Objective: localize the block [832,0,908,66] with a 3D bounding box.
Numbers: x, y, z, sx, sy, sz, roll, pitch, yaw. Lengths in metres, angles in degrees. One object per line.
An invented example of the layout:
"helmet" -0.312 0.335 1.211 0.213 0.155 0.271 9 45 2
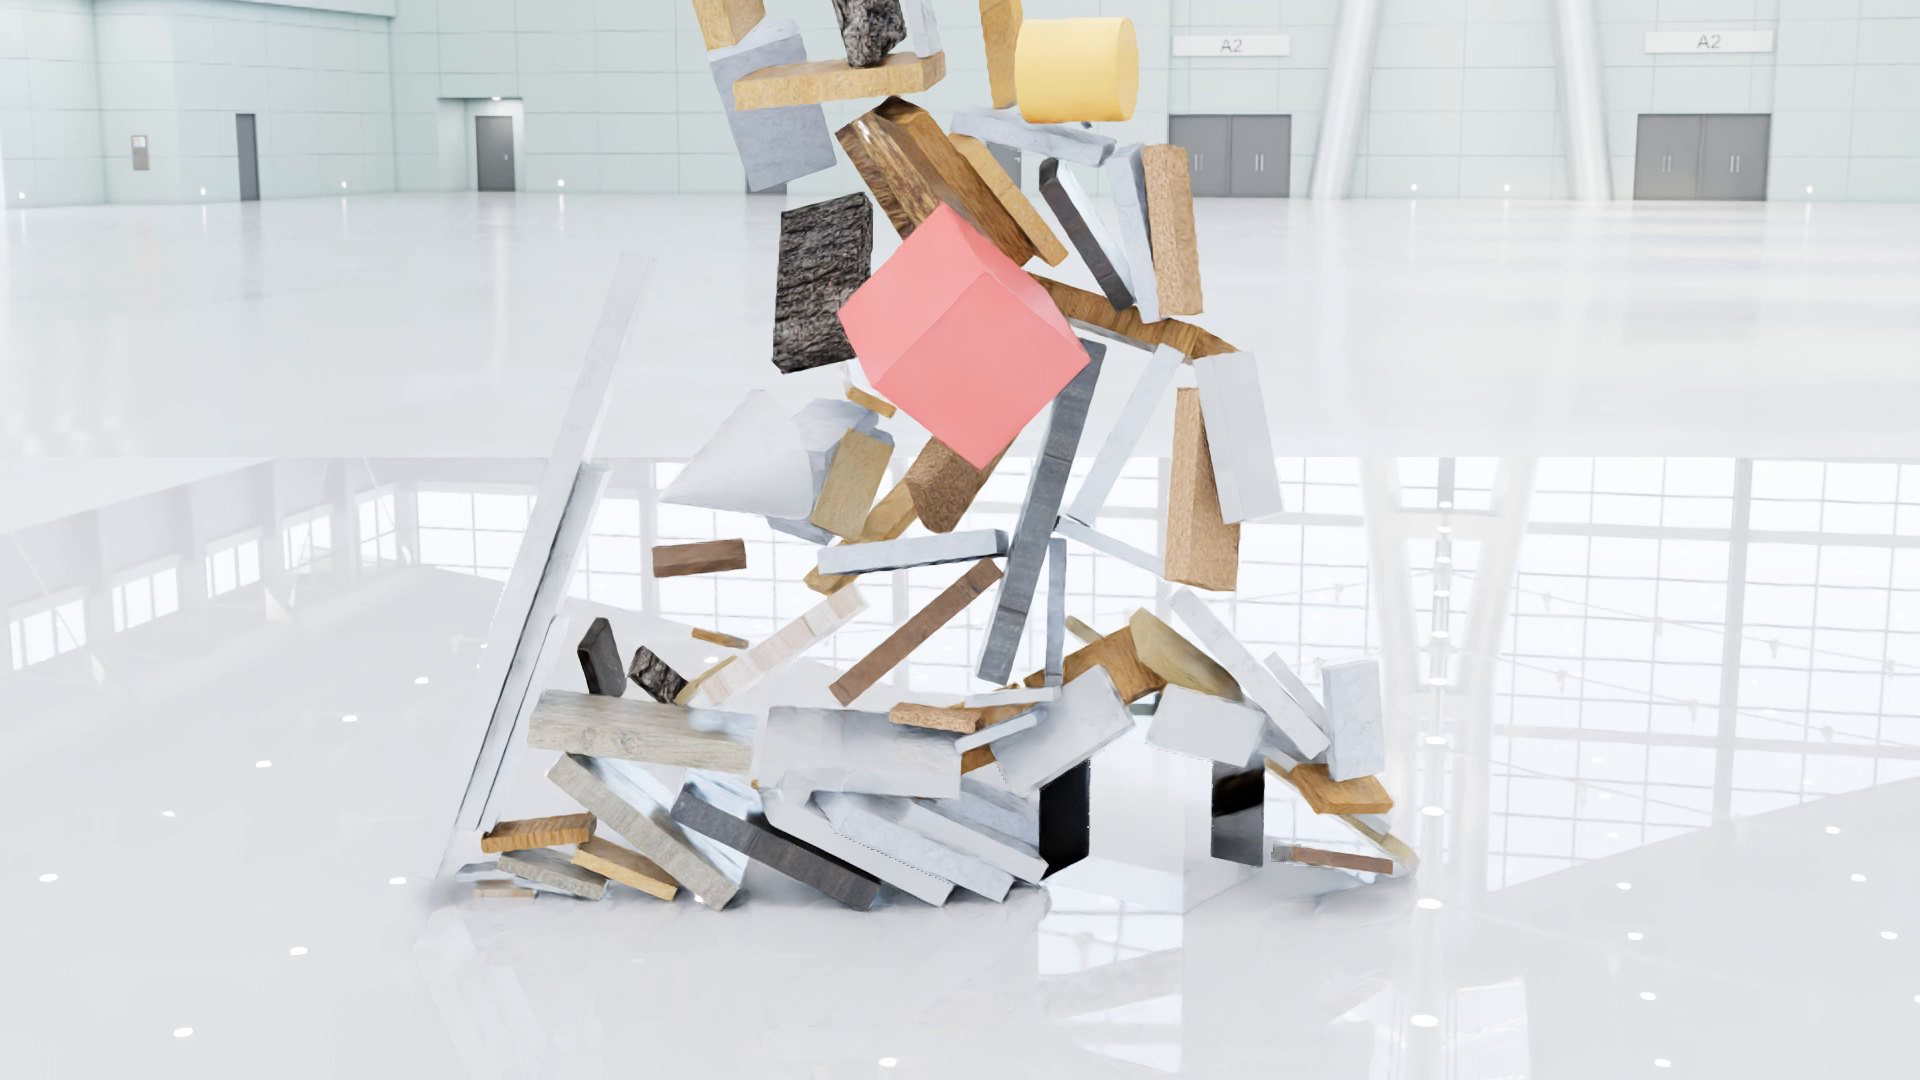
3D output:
"block" -0.171 -0.931 3.426 0.049 0.346 0.173 -8 23 19

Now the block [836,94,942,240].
"block" -0.030 -0.559 4.015 0.044 0.514 0.155 -24 12 45

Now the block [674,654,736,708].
"block" -0.425 0.236 3.689 0.060 0.017 0.121 -44 -7 37

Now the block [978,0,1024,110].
"block" 0.070 -0.812 3.509 0.023 0.235 0.080 -5 -4 -35

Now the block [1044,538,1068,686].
"block" 0.155 0.115 3.545 0.027 0.236 0.096 2 -1 3

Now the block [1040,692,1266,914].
"block" 0.328 0.435 3.738 0.279 0.279 0.279 7 13 35

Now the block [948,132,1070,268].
"block" 0.074 -0.552 3.546 0.035 0.245 0.122 -42 28 0

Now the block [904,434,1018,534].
"block" 0.036 -0.189 3.714 0.049 0.349 0.175 26 -20 23

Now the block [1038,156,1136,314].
"block" 0.205 -0.493 3.520 0.035 0.245 0.122 -27 24 18

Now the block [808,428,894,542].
"block" -0.181 -0.091 3.661 0.085 0.171 0.024 23 -7 -12

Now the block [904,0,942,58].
"block" -0.064 -0.841 3.445 0.023 0.160 0.080 -7 17 16

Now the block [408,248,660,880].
"block" -0.694 0.038 3.586 0.046 1.070 0.161 20 7 -5

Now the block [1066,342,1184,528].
"block" 0.265 -0.166 3.555 0.044 0.309 0.154 29 0 2

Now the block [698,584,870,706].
"block" -0.287 0.174 3.624 0.296 0.042 0.148 -34 -4 -1

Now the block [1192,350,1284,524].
"block" 0.446 -0.166 3.518 0.037 0.265 0.132 -10 1 37

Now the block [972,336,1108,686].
"block" 0.127 -0.044 3.561 0.049 0.563 0.175 17 -1 -2

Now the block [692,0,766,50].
"block" -0.403 -0.968 3.469 0.049 0.347 0.173 -8 26 17

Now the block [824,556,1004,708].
"block" -0.077 0.152 3.608 0.335 0.042 0.148 -40 0 -7

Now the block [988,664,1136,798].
"block" 0.164 0.312 3.585 0.229 0.114 0.032 -34 -24 15

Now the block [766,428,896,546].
"block" -0.225 -0.104 3.824 0.119 0.034 0.238 18 60 27

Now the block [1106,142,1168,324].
"block" 0.292 -0.490 3.500 0.037 0.265 0.132 -9 17 19

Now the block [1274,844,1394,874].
"block" 0.608 0.521 3.583 0.173 0.024 0.086 9 -9 -10

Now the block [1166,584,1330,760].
"block" 0.467 0.211 3.574 0.044 0.330 0.154 -43 0 4

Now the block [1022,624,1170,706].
"block" 0.230 0.231 3.634 0.229 0.114 0.032 -28 -25 9

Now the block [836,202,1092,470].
"block" 0.003 -0.318 3.431 0.245 0.245 0.245 36 16 -33

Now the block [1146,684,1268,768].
"block" 0.392 0.295 3.495 0.192 0.096 0.027 17 10 -32

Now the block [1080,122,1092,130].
"block" 0.184 -0.699 3.493 0.013 0.092 0.046 -26 -30 15

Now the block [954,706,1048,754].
"block" 0.067 0.308 3.568 0.143 0.020 0.072 -22 -2 18

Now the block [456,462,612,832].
"block" -0.700 0.173 3.617 0.034 0.626 0.119 20 5 -4

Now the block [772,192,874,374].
"block" -0.239 -0.452 3.854 0.161 0.322 0.046 -11 -32 20

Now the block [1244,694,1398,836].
"block" 0.539 0.340 3.666 0.434 0.024 0.086 34 31 -1

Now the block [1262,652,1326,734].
"block" 0.577 0.270 3.632 0.026 0.185 0.093 -41 10 4

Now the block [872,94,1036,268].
"block" -0.009 -0.578 3.560 0.044 0.310 0.155 -43 30 -3

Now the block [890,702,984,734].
"block" -0.037 0.291 3.606 0.143 0.020 0.072 7 8 12

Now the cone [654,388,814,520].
"cone" -0.384 -0.098 3.476 0.223 0.223 0.223 -22 20 -26

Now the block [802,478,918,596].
"block" -0.127 -0.039 3.939 0.371 0.024 0.086 -46 36 -19

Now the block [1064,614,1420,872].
"block" 0.488 0.353 3.908 0.767 0.026 0.093 35 -6 28
